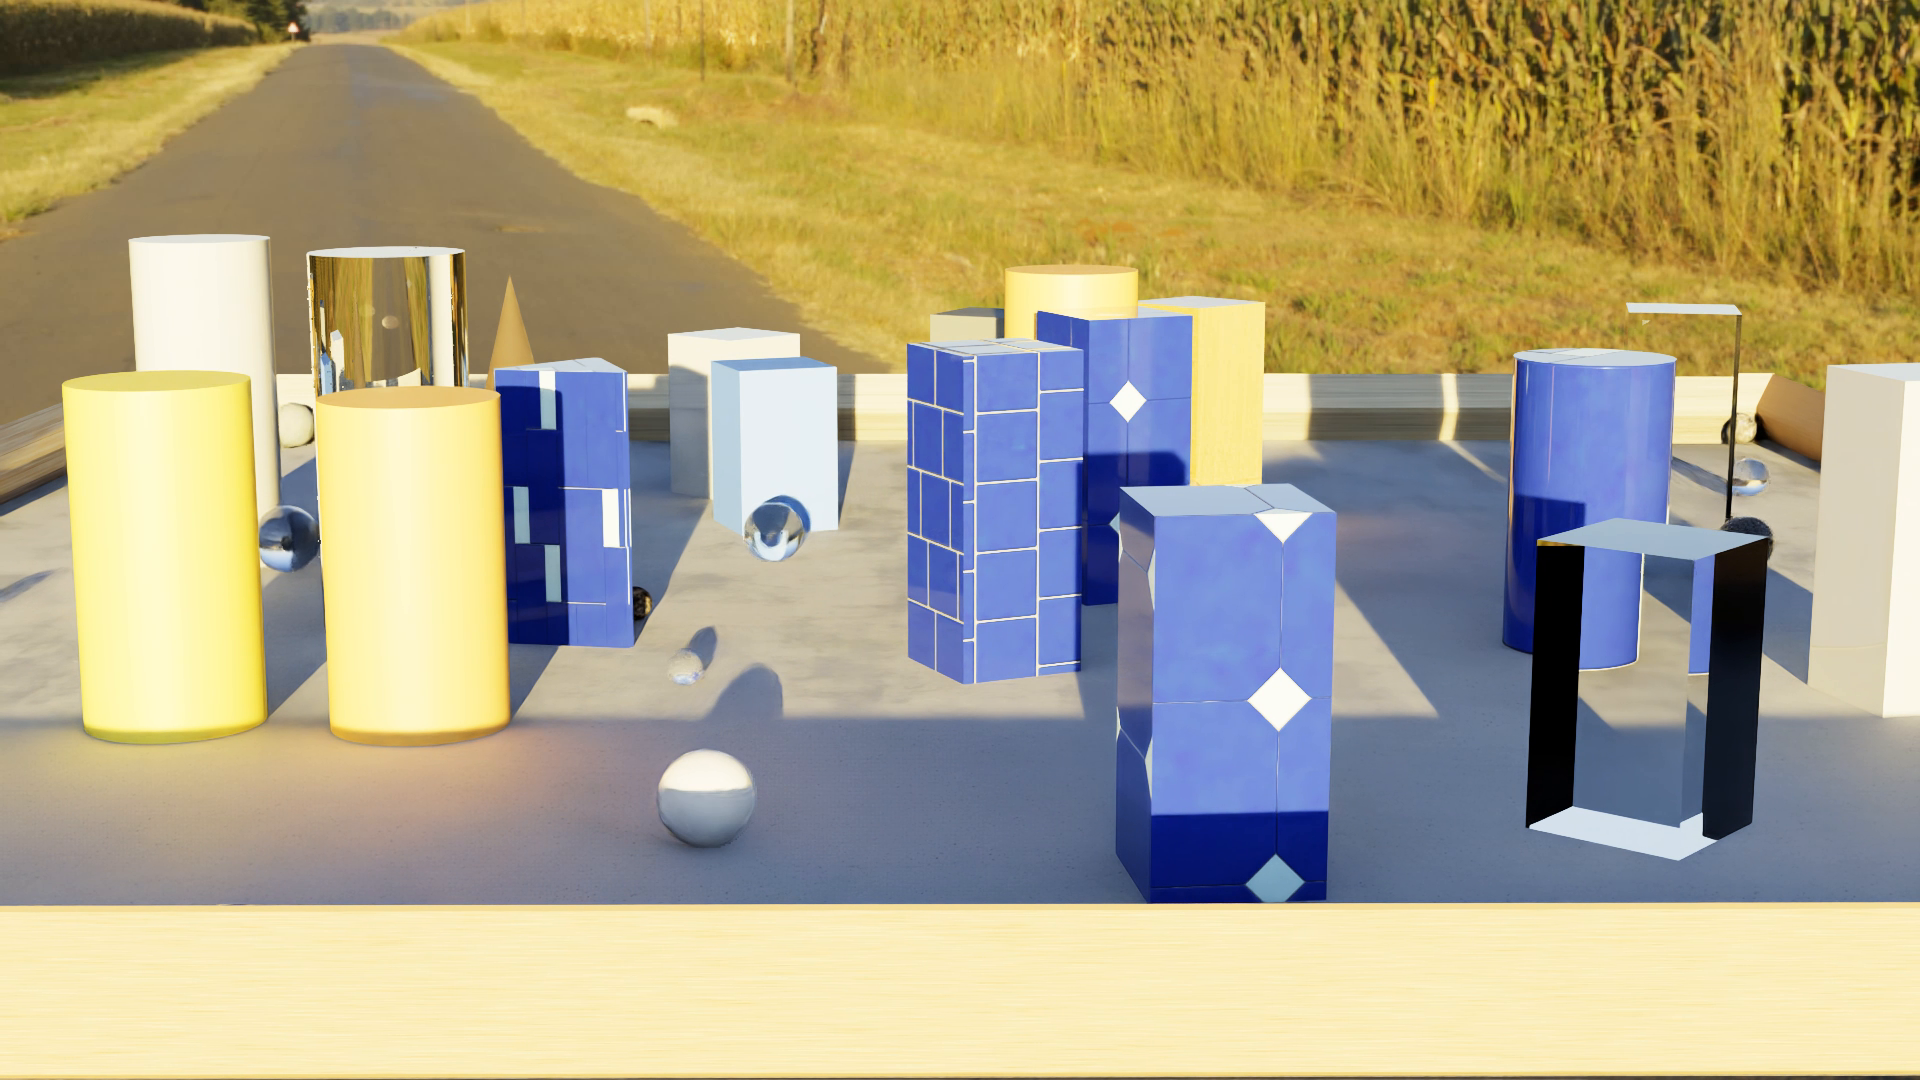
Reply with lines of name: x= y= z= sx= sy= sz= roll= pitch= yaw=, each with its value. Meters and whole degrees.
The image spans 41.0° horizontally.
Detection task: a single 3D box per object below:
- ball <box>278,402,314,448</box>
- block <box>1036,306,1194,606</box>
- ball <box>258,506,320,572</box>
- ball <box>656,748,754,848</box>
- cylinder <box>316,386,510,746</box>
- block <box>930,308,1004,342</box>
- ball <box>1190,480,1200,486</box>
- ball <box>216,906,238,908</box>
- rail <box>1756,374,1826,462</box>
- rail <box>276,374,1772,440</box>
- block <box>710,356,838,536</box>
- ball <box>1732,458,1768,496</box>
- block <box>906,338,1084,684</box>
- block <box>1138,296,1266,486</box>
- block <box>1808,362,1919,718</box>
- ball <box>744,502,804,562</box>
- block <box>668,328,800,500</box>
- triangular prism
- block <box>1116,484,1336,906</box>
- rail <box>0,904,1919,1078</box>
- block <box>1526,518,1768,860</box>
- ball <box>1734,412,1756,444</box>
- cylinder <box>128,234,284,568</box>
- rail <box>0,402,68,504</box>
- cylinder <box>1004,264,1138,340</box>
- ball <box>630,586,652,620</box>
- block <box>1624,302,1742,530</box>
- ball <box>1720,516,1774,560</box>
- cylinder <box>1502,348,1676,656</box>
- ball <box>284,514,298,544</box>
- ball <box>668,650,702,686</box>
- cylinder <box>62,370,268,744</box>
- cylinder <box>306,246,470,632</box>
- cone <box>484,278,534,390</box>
ball: x=-1.287 y=-0.222 z=4.953 sx=0.086 sy=0.086 sz=0.086 roll=0 pitch=10 yaw=0
block: x=0.212 y=-0.121 z=3.569 sx=0.159 sy=0.391 sz=0.159 roll=-5 pitch=11 yaw=-24
ball: x=-0.980 y=-0.002 z=3.731 sx=0.097 sy=0.097 sz=0.097 roll=0 pitch=10 yaw=0
ball: x=-0.240 y=0.243 z=2.420 sx=0.092 sy=0.092 sz=0.092 roll=0 pitch=10 yaw=0
cylinder: x=-0.604 y=0.024 z=2.844 sx=0.198 sy=0.368 sz=0.198 roll=0 pitch=10 yaw=0
block: x=0.055 y=-0.254 z=4.540 sx=0.159 sy=0.298 sz=0.159 roll=5 pitch=12 yaw=26
ball: x=0.351 y=-0.053 z=4.038 sx=0.087 sy=0.087 sz=0.087 roll=0 pitch=10 yaw=0
ball: x=-0.593 y=0.325 z=2.073 sx=0.059 sy=0.059 sz=0.059 roll=0 pitch=10 yaw=0
rail: x=1.583 y=0.032 z=3.458 sx=0.045 sy=0.129 sz=3.235 roll=0 pitch=10 yaw=0
rail: x=-0.009 y=-0.257 z=5.016 sx=3.214 sy=0.129 sz=0.045 roll=0 pitch=10 yaw=0
block: x=-0.297 y=-0.153 z=4.100 sx=0.159 sy=0.259 sz=0.159 roll=-4 pitch=11 yaw=-21
ball: x=1.347 y=-0.106 z=4.382 sx=0.065 sy=0.065 sz=0.065 roll=0 pitch=10 yaw=0
block: x=0.041 y=-0.040 z=3.126 sx=0.159 sy=0.392 sz=0.159 roll=-5 pitch=12 yaw=-25
block: x=0.383 y=-0.216 z=4.202 sx=0.159 sy=0.347 sz=0.159 roll=-9 pitch=14 yaw=-41
block: x=1.103 y=-0.004 z=2.958 sx=0.159 sy=0.383 sz=0.159 roll=-2 pitch=11 yaw=-12
ball: x=-0.276 y=-0.012 z=3.808 sx=0.089 sy=0.089 sz=0.089 roll=0 pitch=10 yaw=0
block: x=-0.387 y=-0.218 z=4.413 sx=0.159 sy=0.274 sz=0.159 roll=10 pitch=14 yaw=43
triangular prism: x=-0.487 y=-0.052 z=3.306 sx=0.172 sy=0.351 sz=0.149 roll=2 pitch=11 yaw=10
block: x=0.235 y=0.135 z=2.304 sx=0.159 sy=0.347 sz=0.159 roll=-1 pitch=11 yaw=-7
rail: x=0.009 y=0.323 z=1.882 sx=3.214 sy=0.129 sz=0.045 roll=0 pitch=10 yaw=0
block: x=0.659 y=0.138 z=2.465 sx=0.159 sy=0.284 sz=0.159 roll=9 pitch=14 yaw=40
ball: x=1.519 y=-0.217 z=4.994 sx=0.061 sy=0.061 sz=0.061 roll=0 pitch=10 yaw=0
cylinder: x=-1.109 y=-0.205 z=3.784 sx=0.198 sy=0.477 sz=0.198 roll=0 pitch=10 yaw=0
rail: x=-1.583 y=0.035 z=3.440 sx=0.045 sy=0.129 sz=3.235 roll=0 pitch=10 yaw=0
cylinder: x=0.165 y=-0.190 z=3.839 sx=0.198 sy=0.428 sz=0.198 roll=0 pitch=10 yaw=0
ball: x=-0.432 y=0.084 z=3.408 sx=0.045 sy=0.045 sz=0.045 roll=0 pitch=10 yaw=0
block: x=1.073 y=-0.162 z=3.843 sx=0.159 sy=0.370 sz=0.159 roll=2 pitch=11 yaw=13
ball: x=1.142 y=0.006 z=3.733 sx=0.082 sy=0.082 sz=0.082 roll=0 pitch=10 yaw=0
cylinder: x=0.792 y=-0.048 z=3.236 sx=0.198 sy=0.368 sz=0.198 roll=0 pitch=10 yaw=0
ball: x=-1.041 y=-0.016 z=3.944 sx=0.047 sy=0.047 sz=0.047 roll=0 pitch=10 yaw=0
ball: x=-0.327 y=0.152 z=3.051 sx=0.041 sy=0.041 sz=0.041 roll=0 pitch=10 yaw=0
cylinder: x=-0.881 y=0.014 z=2.852 sx=0.198 sy=0.385 sz=0.198 roll=0 pitch=10 yaw=0
cylinder: x=-0.736 y=-0.129 z=3.337 sx=0.198 sy=0.490 sz=0.198 roll=0 pitch=10 yaw=0
cone: x=-0.710 y=-0.222 z=4.080 sx=0.198 sy=0.402 sz=0.198 roll=0 pitch=10 yaw=0
